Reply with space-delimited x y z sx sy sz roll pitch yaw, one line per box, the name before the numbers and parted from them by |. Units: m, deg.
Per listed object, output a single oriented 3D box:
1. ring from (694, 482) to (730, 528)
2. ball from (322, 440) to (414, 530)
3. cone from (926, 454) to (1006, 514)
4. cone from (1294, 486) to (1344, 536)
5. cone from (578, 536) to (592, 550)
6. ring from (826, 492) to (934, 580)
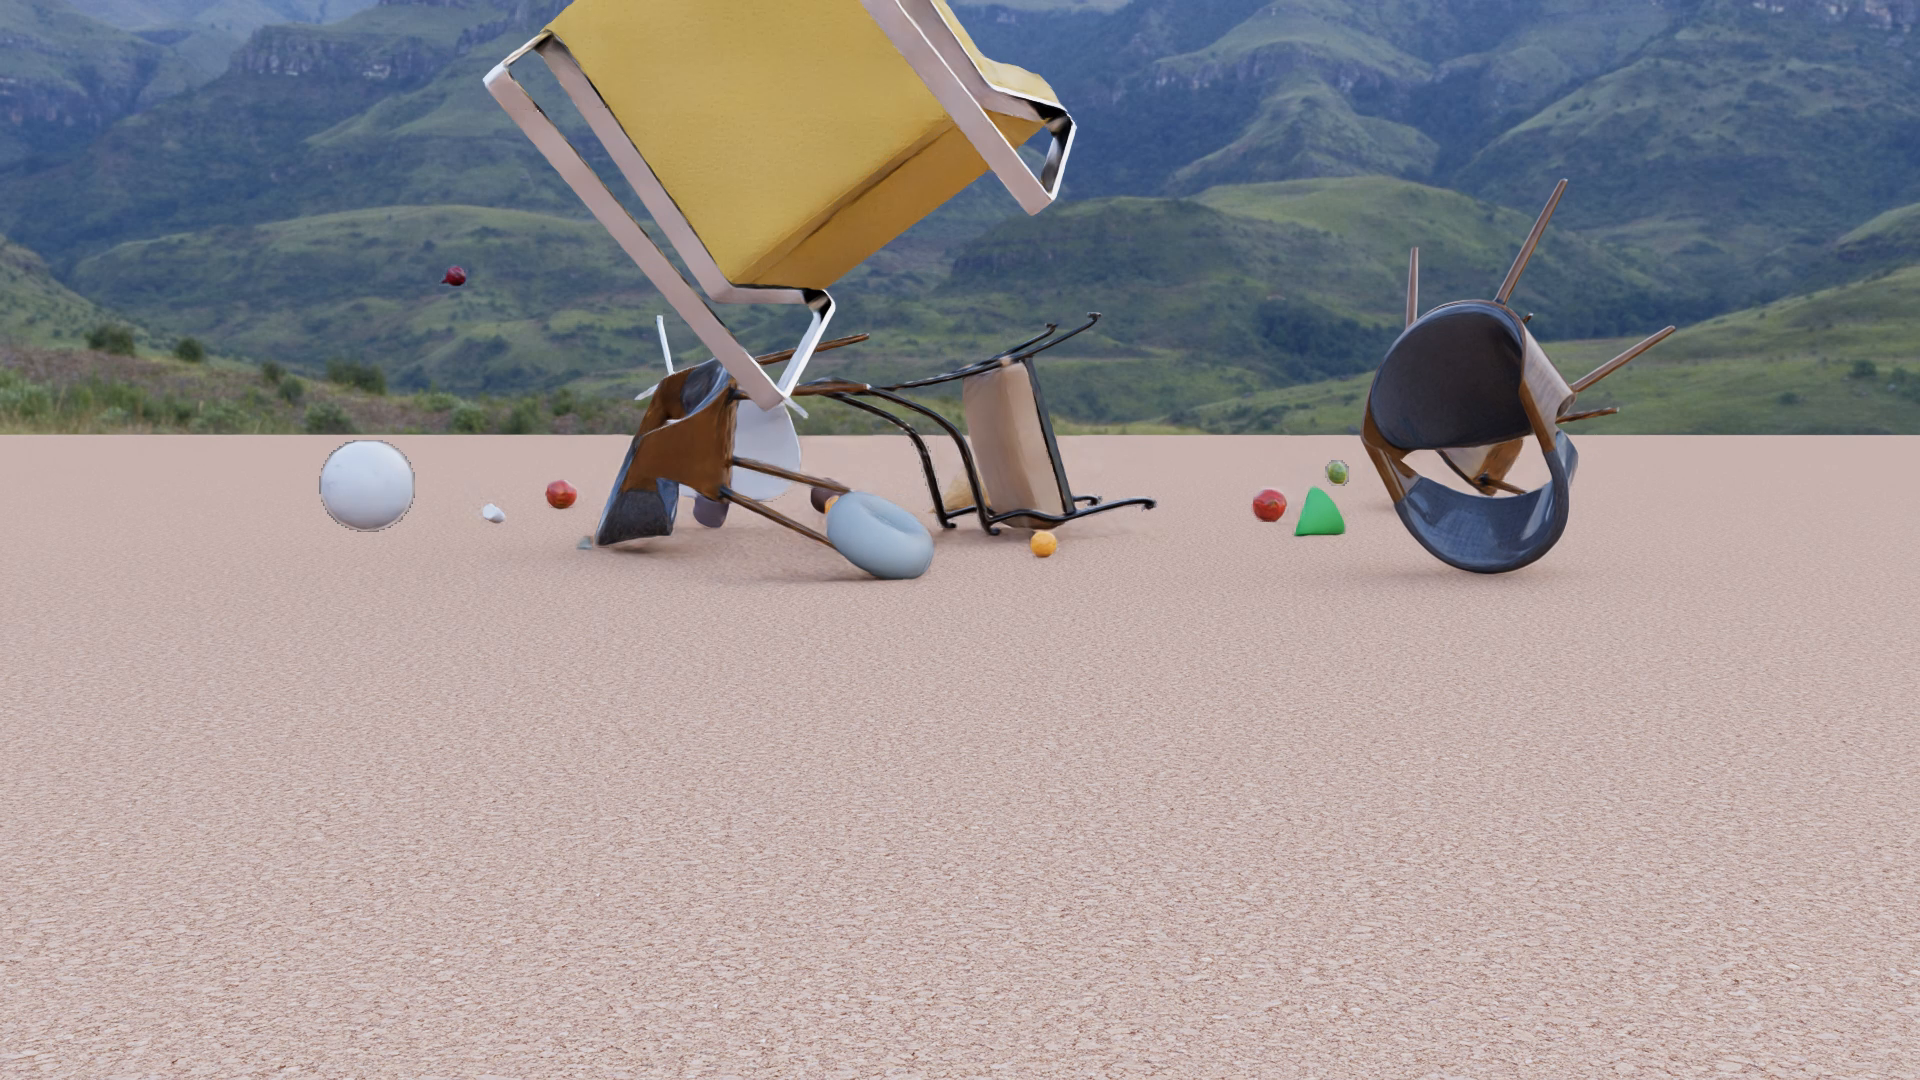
ring | -0.799 -0.111 7.081 0.095 0.115 0.223 21 -25 1
ball | -1.603 -0.149 5.949 0.241 0.241 0.241 0 4 0
cone | -0.008 -0.153 7.986 0.263 0.234 0.256 -27 18 -17
cone | 1.073 -0.051 6.739 0.136 0.187 0.156 -36 39 -13
cone | -1.040 0.017 6.151 0.032 0.037 0.054 30 38 21
ring | -0.191 -0.008 5.284 0.275 0.120 0.362 28 13 -8
